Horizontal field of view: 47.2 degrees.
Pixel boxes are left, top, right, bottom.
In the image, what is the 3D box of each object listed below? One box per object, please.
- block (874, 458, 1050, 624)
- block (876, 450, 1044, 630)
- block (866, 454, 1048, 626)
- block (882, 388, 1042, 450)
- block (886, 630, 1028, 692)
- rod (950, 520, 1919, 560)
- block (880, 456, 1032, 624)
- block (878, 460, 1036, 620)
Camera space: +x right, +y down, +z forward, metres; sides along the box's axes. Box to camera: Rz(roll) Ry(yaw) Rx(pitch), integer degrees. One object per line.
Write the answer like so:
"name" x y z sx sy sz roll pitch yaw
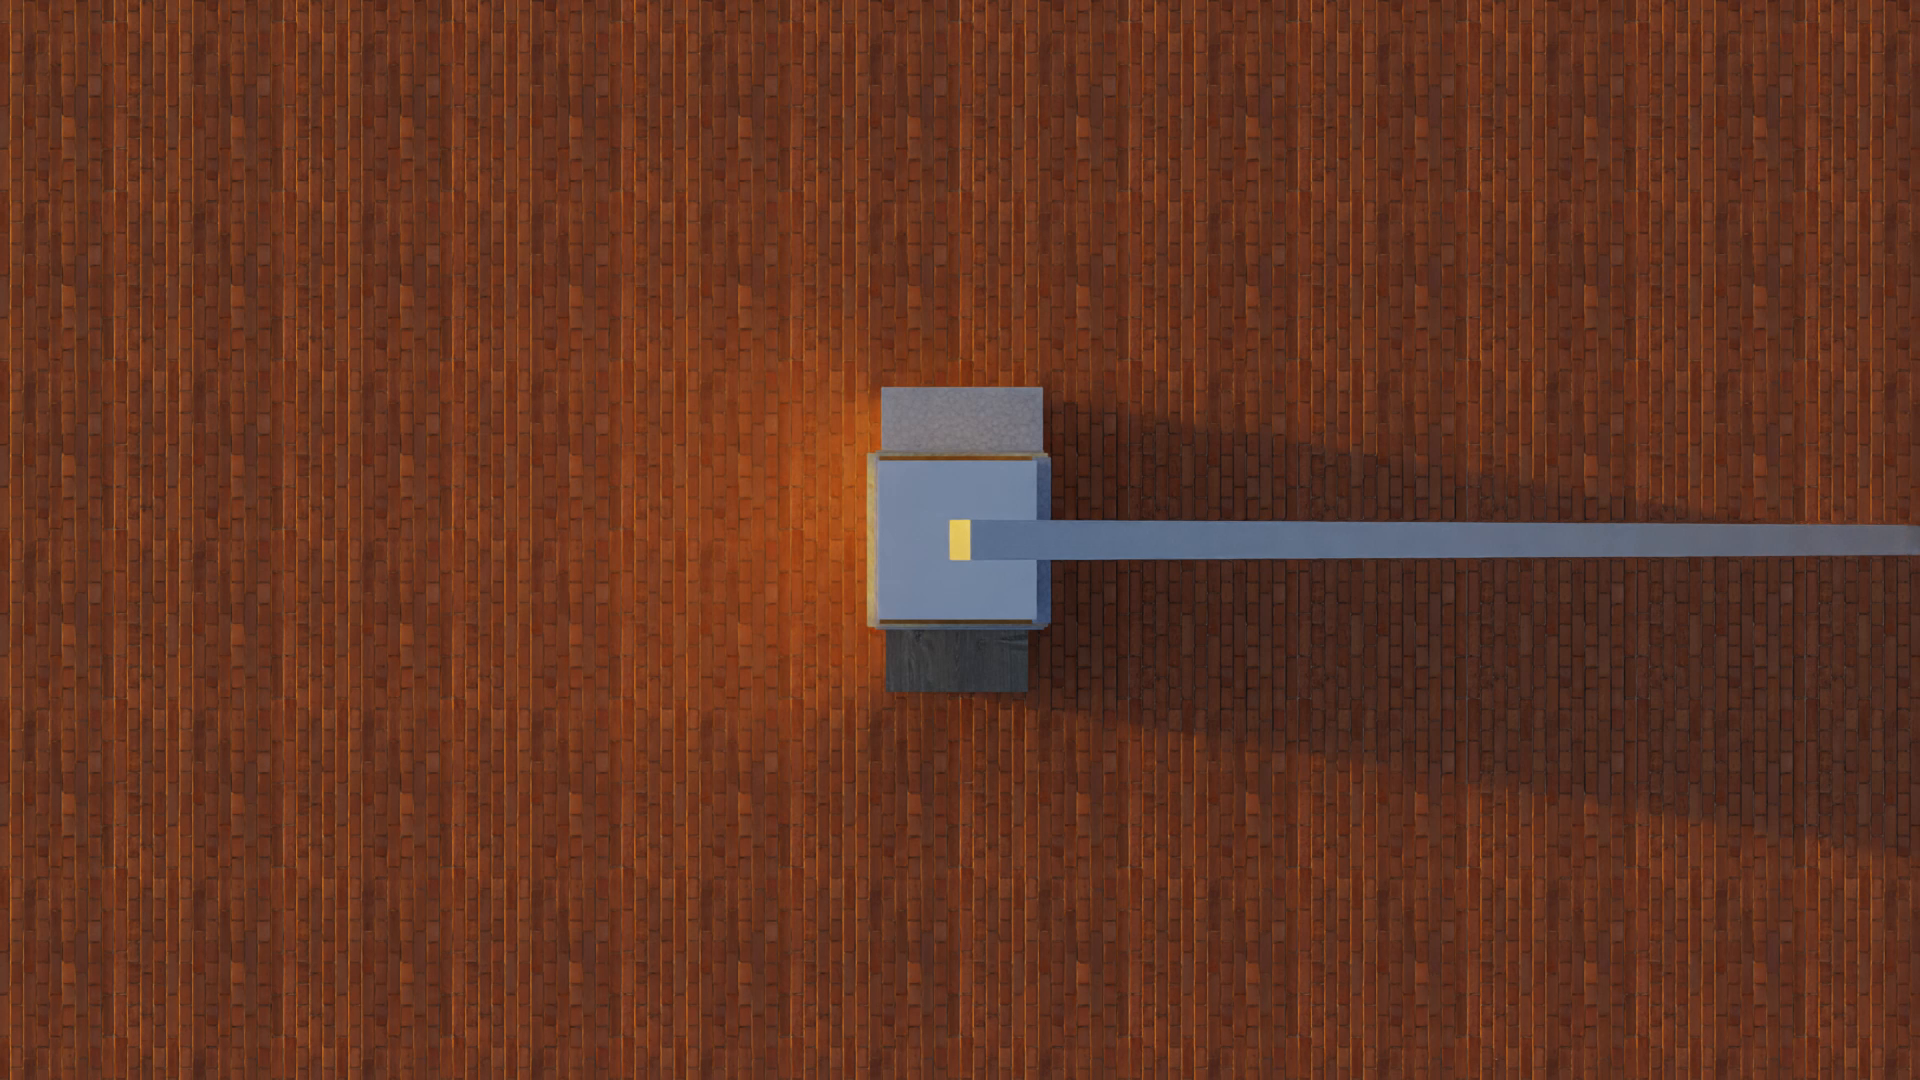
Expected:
"block" 0.012 0.000 10.138 0.786 0.687 0.739 0 90 0
"block" -0.002 0.000 11.665 0.858 0.989 0.911 0 90 0
"block" -0.012 0.000 10.826 0.863 0.689 0.829 0 90 0
"block" 0.012 -0.423 12.580 0.893 0.840 0.845 0 90 0
"block" -0.017 0.428 12.619 0.793 0.761 0.836 0 90 0
"rod" 2.234 0.000 5.692 5.200 0.080 0.080 0 90 -31
"block" -0.018 0.000 9.495 0.639 0.598 0.701 0 90 0
"block" -0.011 0.000 8.899 0.623 0.593 0.622 0 90 0
